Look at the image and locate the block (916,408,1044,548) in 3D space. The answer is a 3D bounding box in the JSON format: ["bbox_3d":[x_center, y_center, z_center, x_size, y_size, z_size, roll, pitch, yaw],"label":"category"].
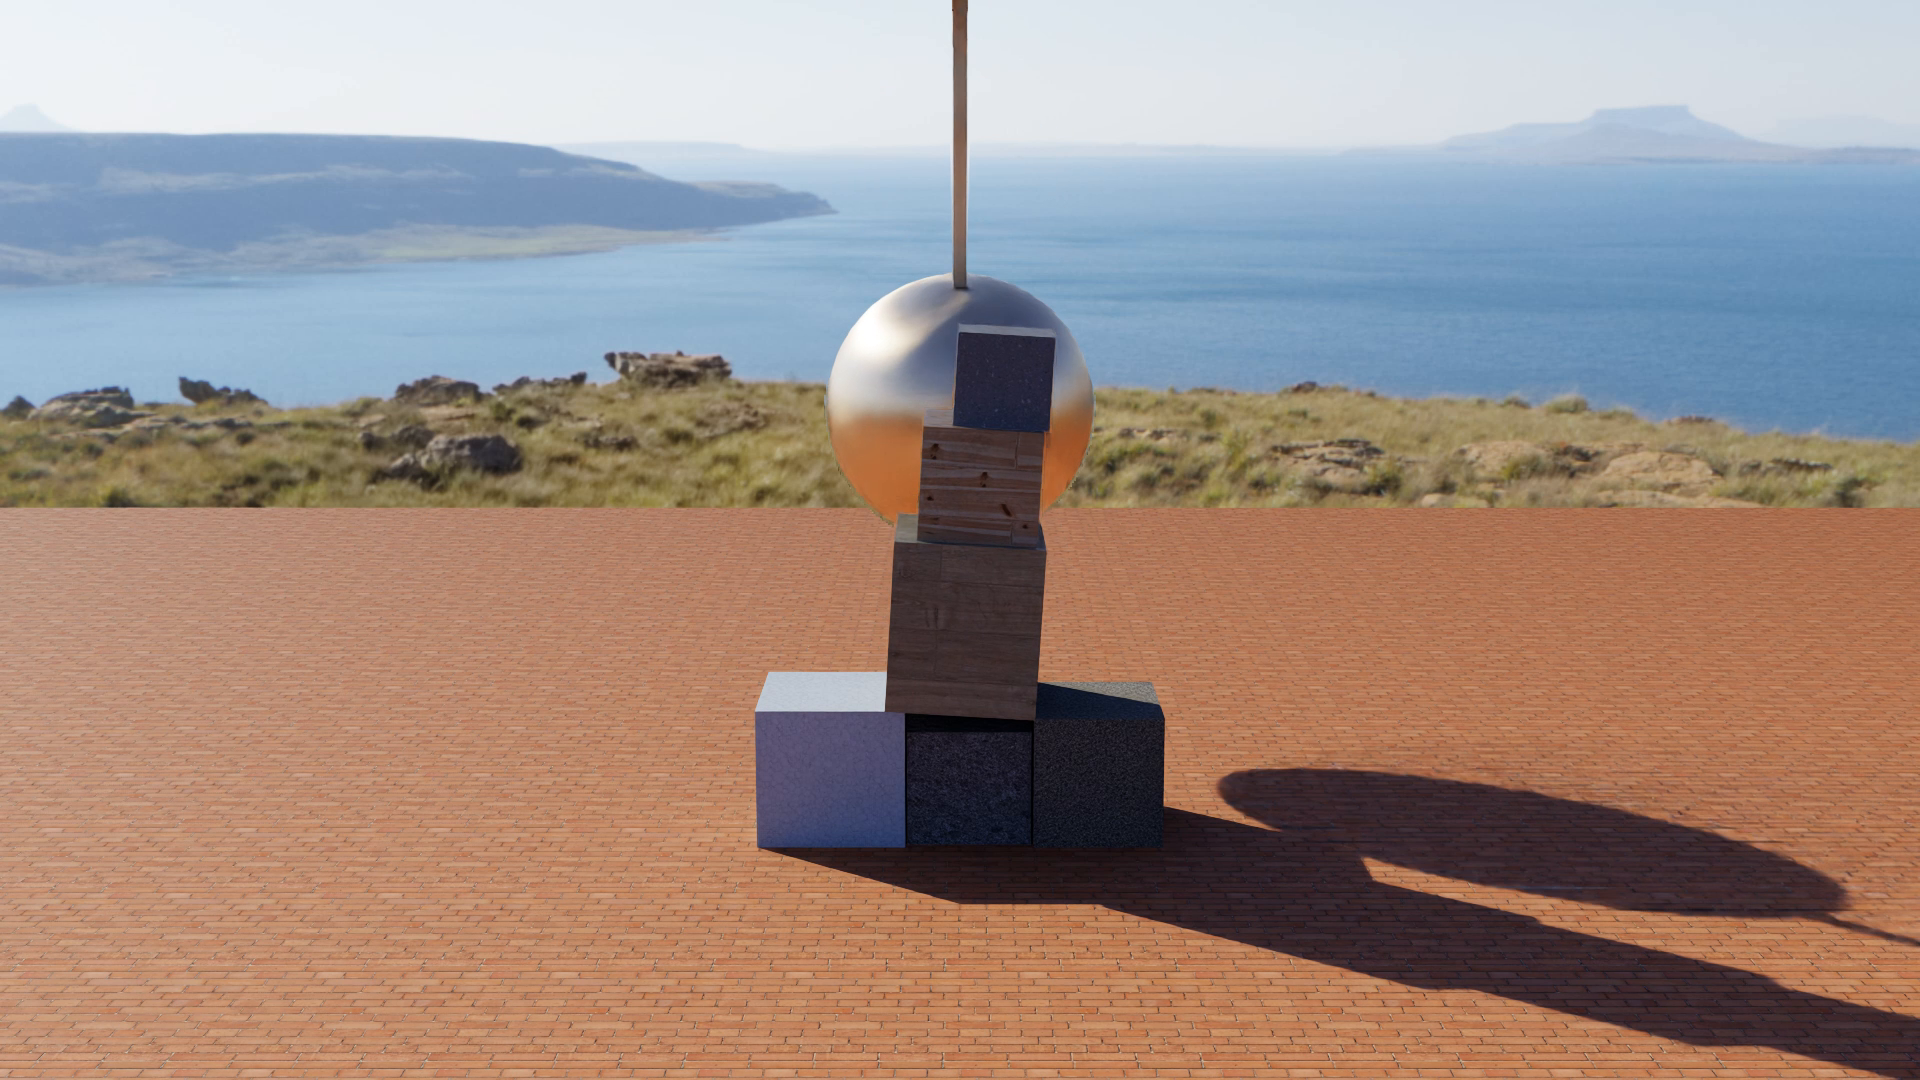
[{"bbox_3d":[0.101,-0.322,11.120,0.592,0.567,0.712,3,10,-1],"label":"block"}]

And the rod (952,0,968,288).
[{"bbox_3d":[0.000,-3.719,11.418,0.080,5.200,0.080,0,31,0],"label":"rod"}]

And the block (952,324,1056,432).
[{"bbox_3d":[0.216,-0.818,11.006,0.475,0.461,0.487,3,10,0],"label":"block"}]

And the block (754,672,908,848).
[{"bbox_3d":[-0.648,1.125,11.402,0.746,0.706,0.825,0,10,0],"label":"block"}]

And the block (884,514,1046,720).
[{"bbox_3d":[0.025,0.379,11.231,0.748,0.859,0.821,3,10,-1],"label":"block"}]

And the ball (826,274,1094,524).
[{"bbox_3d":[0.000,-0.790,13.145,1.600,1.600,1.600,0,10,0],"label":"ball"}]

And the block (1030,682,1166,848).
[{"bbox_3d":[0.694,1.150,11.375,0.653,0.667,0.760,0,10,0],"label":"block"}]

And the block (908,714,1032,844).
[{"bbox_3d":[0.047,1.186,11.408,0.623,0.585,0.723,0,10,0],"label":"block"}]
